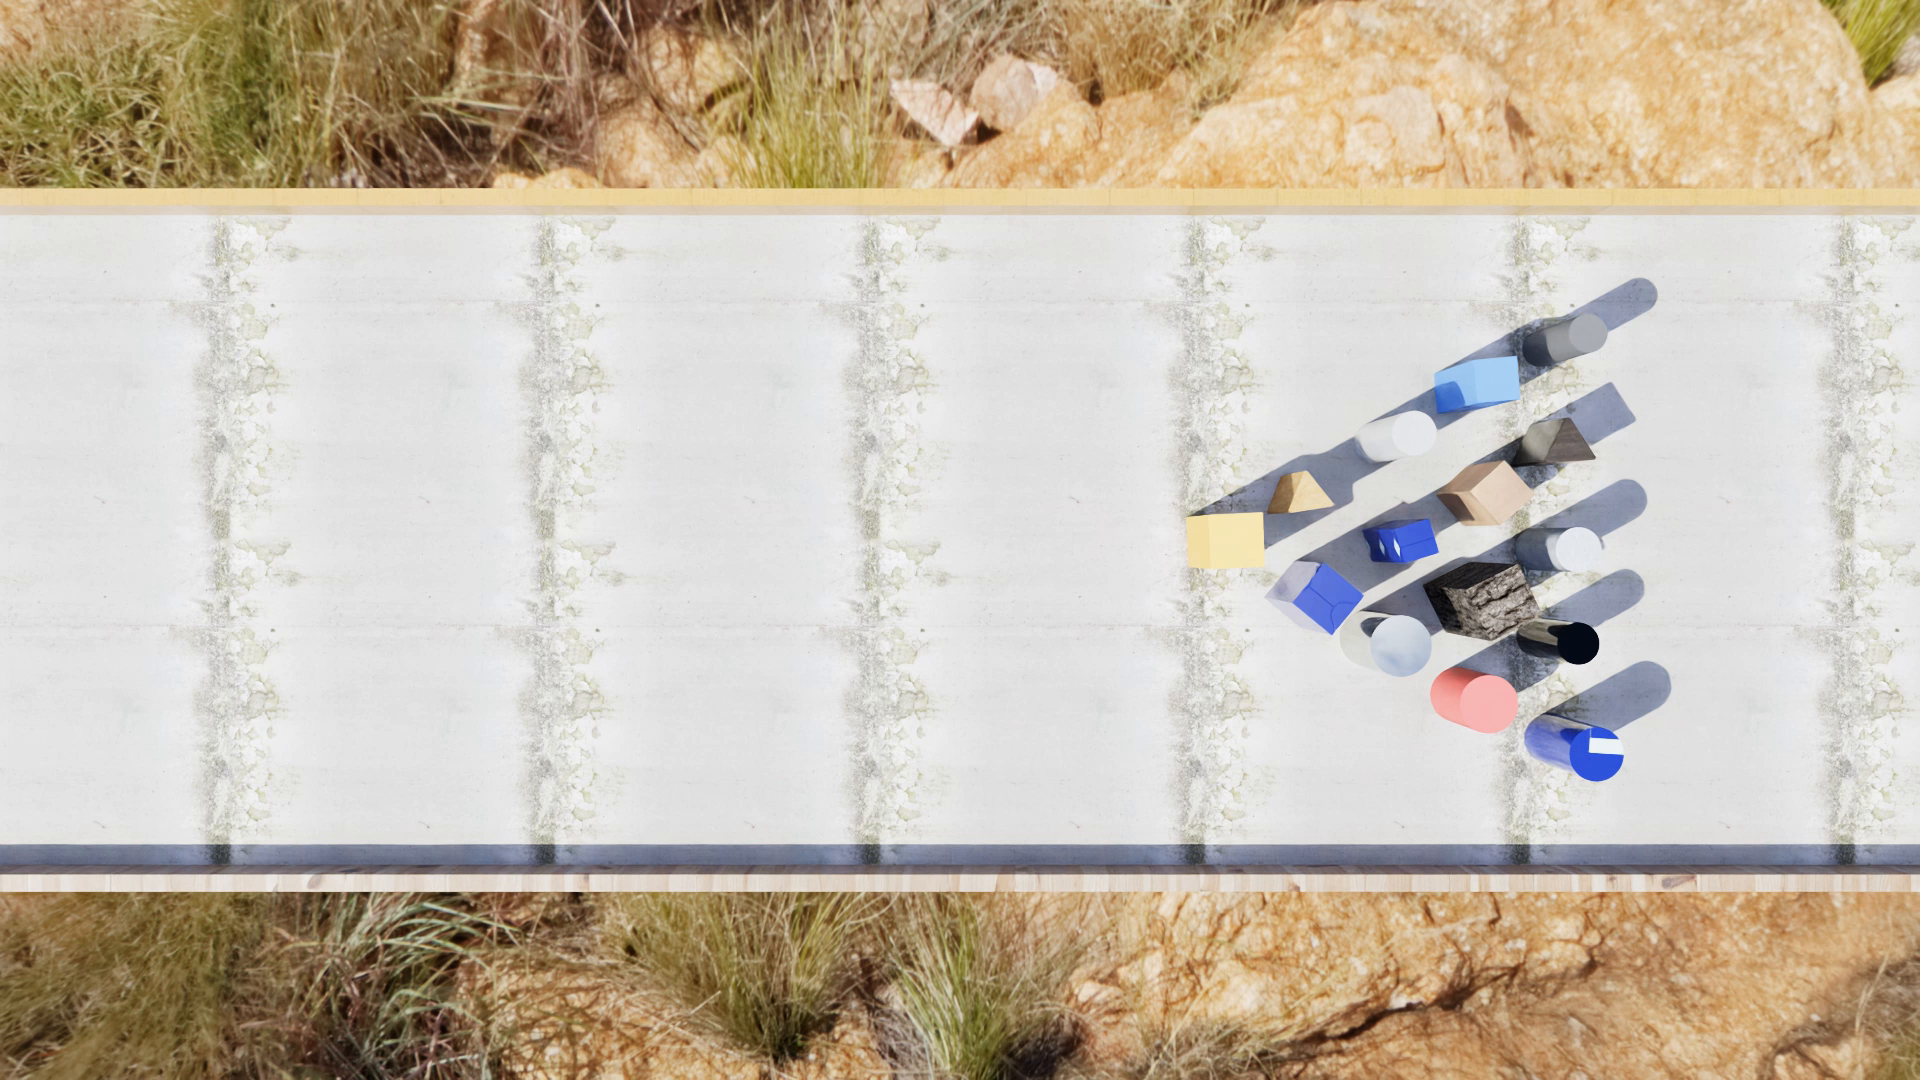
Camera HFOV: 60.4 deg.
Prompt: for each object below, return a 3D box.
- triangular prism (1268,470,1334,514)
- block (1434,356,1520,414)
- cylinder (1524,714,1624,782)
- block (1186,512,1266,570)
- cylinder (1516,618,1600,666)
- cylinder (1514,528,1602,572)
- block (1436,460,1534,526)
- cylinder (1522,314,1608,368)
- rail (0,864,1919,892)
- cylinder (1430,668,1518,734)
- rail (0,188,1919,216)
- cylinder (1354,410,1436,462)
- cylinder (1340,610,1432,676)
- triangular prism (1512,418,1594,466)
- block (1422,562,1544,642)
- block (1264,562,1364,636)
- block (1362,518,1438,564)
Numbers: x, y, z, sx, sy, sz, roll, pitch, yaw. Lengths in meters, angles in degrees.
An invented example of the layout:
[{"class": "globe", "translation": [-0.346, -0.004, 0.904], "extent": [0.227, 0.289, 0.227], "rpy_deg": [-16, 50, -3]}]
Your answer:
[{"class": "triangular prism", "translation": [1.000, -0.145, 4.904], "extent": [0.127, 0.345, 0.110], "rpy_deg": [-9, 90, 0]}, {"class": "block", "translation": [1.525, -0.456, 4.879], "extent": [0.123, 0.394, 0.123], "rpy_deg": [-5, 90, 0]}, {"class": "cylinder", "translation": [1.814, 0.611, 4.887], "extent": [0.156, 0.379, 0.156], "rpy_deg": [0, 90, 0]}, {"class": "block", "translation": [0.776, 0.002, 4.851], "extent": [0.153, 0.450, 0.153], "rpy_deg": [-3, 90, 0]}, {"class": "cylinder", "translation": [1.774, 0.298, 4.904], "extent": [0.123, 0.344, 0.123], "rpy_deg": [0, 90, 0]}, {"class": "cylinder", "translation": [1.772, 0.028, 4.900], "extent": [0.130, 0.353, 0.130], "rpy_deg": [0, 90, 0]}, {"class": "block", "translation": [1.556, -0.135, 4.903], "extent": [0.132, 0.348, 0.132], "rpy_deg": [-42, 90, 0]}, {"class": "cylinder", "translation": [1.787, -0.588, 4.884], "extent": [0.111, 0.386, 0.111], "rpy_deg": [0, 90, 0]}, {"class": "rail", "translation": [-2.247, 1.025, 5.001], "extent": [12.000, 0.150, 0.050], "rpy_deg": [0, 90, 0]}, {"class": "cylinder", "translation": [1.532, 0.476, 4.926], "extent": [0.170, 0.301, 0.170], "rpy_deg": [0, 90, 0]}, {"class": "rail", "translation": [-2.247, -1.025, 5.002], "extent": [12.000, 0.150, 0.050], "rpy_deg": [0, 90, 0]}, {"class": "cylinder", "translation": [1.274, -0.300, 4.850], "extent": [0.125, 0.453, 0.125], "rpy_deg": [0, 90, 0]}, {"class": "cylinder", "translation": [1.255, 0.302, 4.885], "extent": [0.176, 0.382, 0.176], "rpy_deg": [0, 90, 0]}, {"class": "triangular prism", "translation": [1.763, -0.293, 4.923], "extent": [0.144, 0.307, 0.125], "rpy_deg": [-4, 90, 0]}, {"class": "block", "translation": [1.531, 0.176, 4.856], "extent": [0.162, 0.441, 0.162], "rpy_deg": [-26, 90, 0]}, {"class": "block", "translation": [1.037, 0.167, 4.860], "extent": [0.145, 0.433, 0.145], "rpy_deg": [39, 90, 0]}, {"class": "block", "translation": [1.301, 0.003, 4.886], "extent": [0.102, 0.381, 0.102], "rpy_deg": [-17, 90, 0]}]
